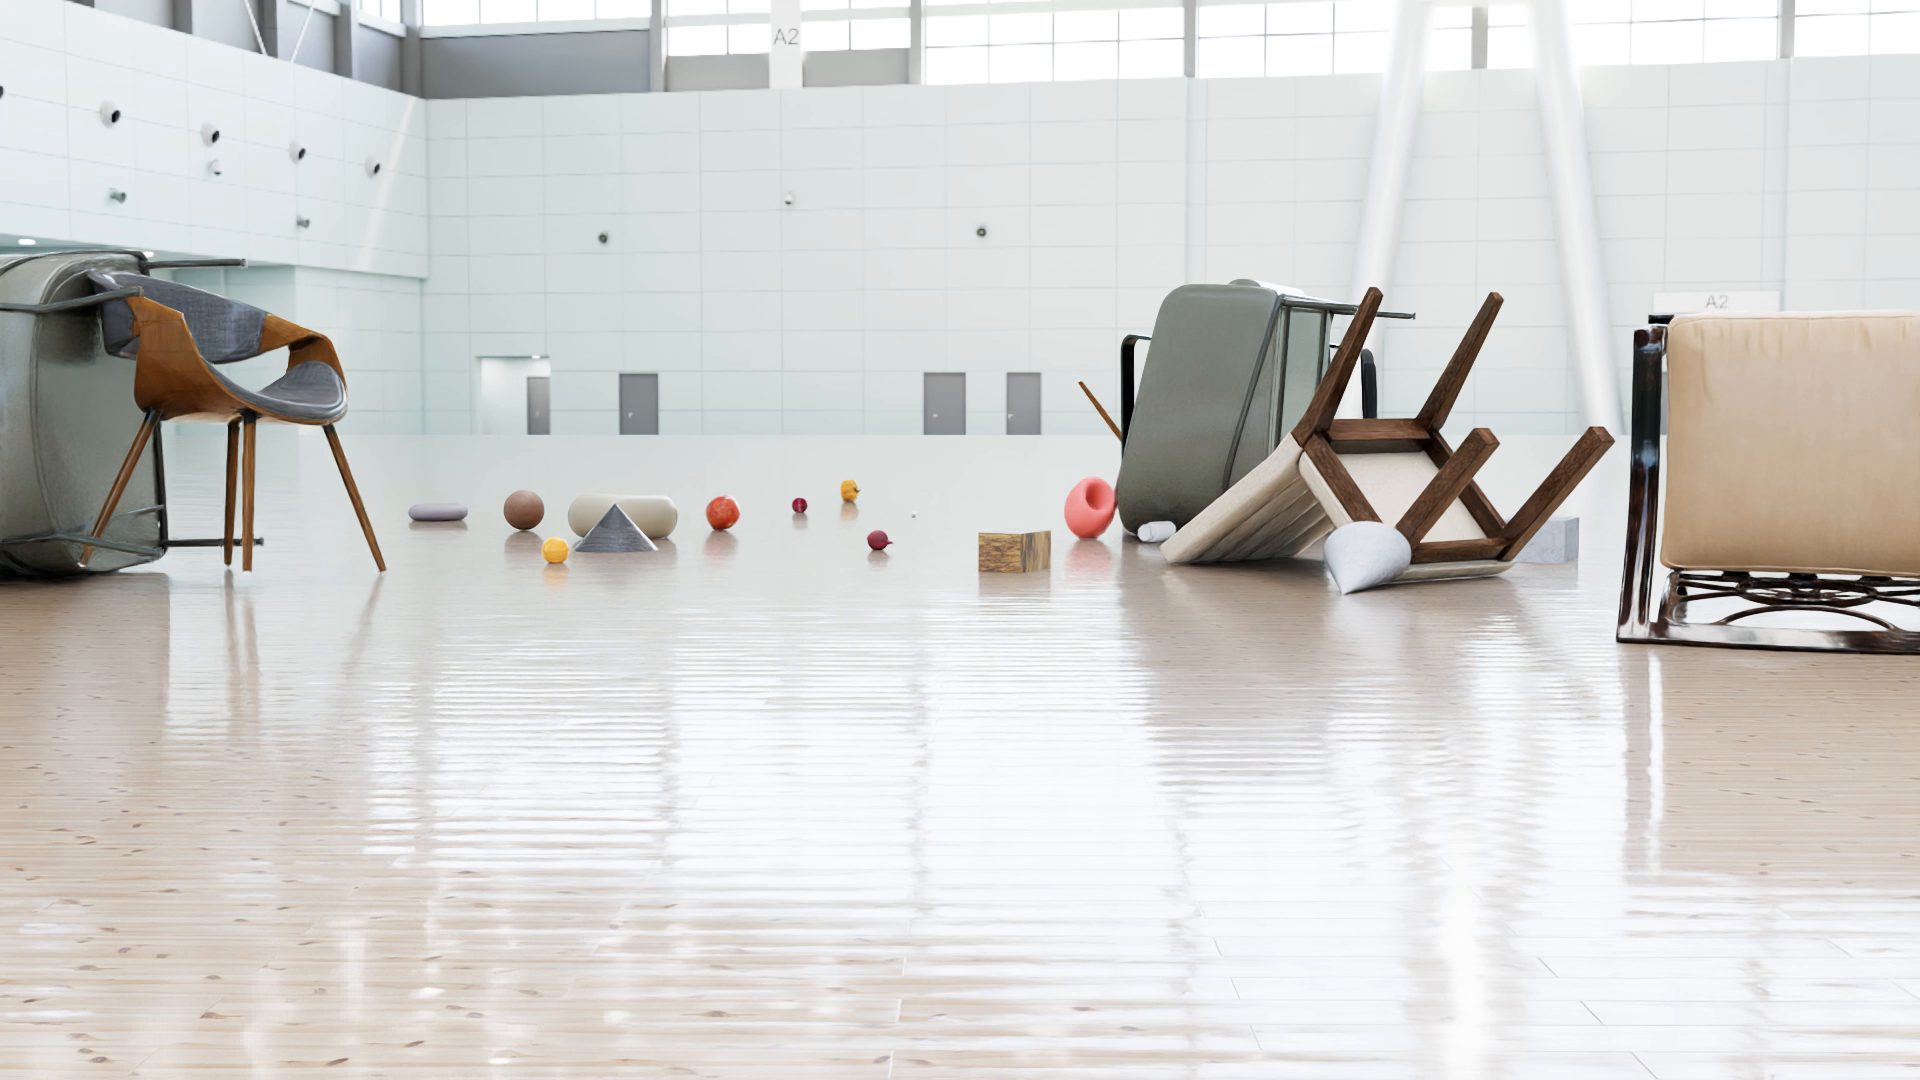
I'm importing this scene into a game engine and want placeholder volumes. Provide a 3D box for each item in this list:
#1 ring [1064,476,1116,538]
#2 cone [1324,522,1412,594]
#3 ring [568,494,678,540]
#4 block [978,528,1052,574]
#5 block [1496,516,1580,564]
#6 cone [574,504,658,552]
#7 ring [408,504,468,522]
[{"bbox_3d":[0.394,-0.096,6.639,0.150,0.111,0.217,23,44,-10],"label":"ring"},{"bbox_3d":[0.881,0.075,4.904,0.203,0.156,0.249,-5,19,25],"label":"cone"},{"bbox_3d":[-1.016,-0.072,6.631,0.330,0.133,0.262,0,2,-15],"label":"ring"},{"bbox_3d":[0.136,0.026,5.459,0.116,0.096,0.173,2,4,28],"label":"block"},{"bbox_3d":[1.523,-0.003,5.795,0.177,0.110,0.205,2,4,26],"label":"block"},{"bbox_3d":[-0.963,-0.038,6.147,0.236,0.131,0.250,0,4,2],"label":"cone"},{"bbox_3d":[-1.791,-0.096,7.549,0.196,0.055,0.223,-4,5,-39],"label":"ring"}]
